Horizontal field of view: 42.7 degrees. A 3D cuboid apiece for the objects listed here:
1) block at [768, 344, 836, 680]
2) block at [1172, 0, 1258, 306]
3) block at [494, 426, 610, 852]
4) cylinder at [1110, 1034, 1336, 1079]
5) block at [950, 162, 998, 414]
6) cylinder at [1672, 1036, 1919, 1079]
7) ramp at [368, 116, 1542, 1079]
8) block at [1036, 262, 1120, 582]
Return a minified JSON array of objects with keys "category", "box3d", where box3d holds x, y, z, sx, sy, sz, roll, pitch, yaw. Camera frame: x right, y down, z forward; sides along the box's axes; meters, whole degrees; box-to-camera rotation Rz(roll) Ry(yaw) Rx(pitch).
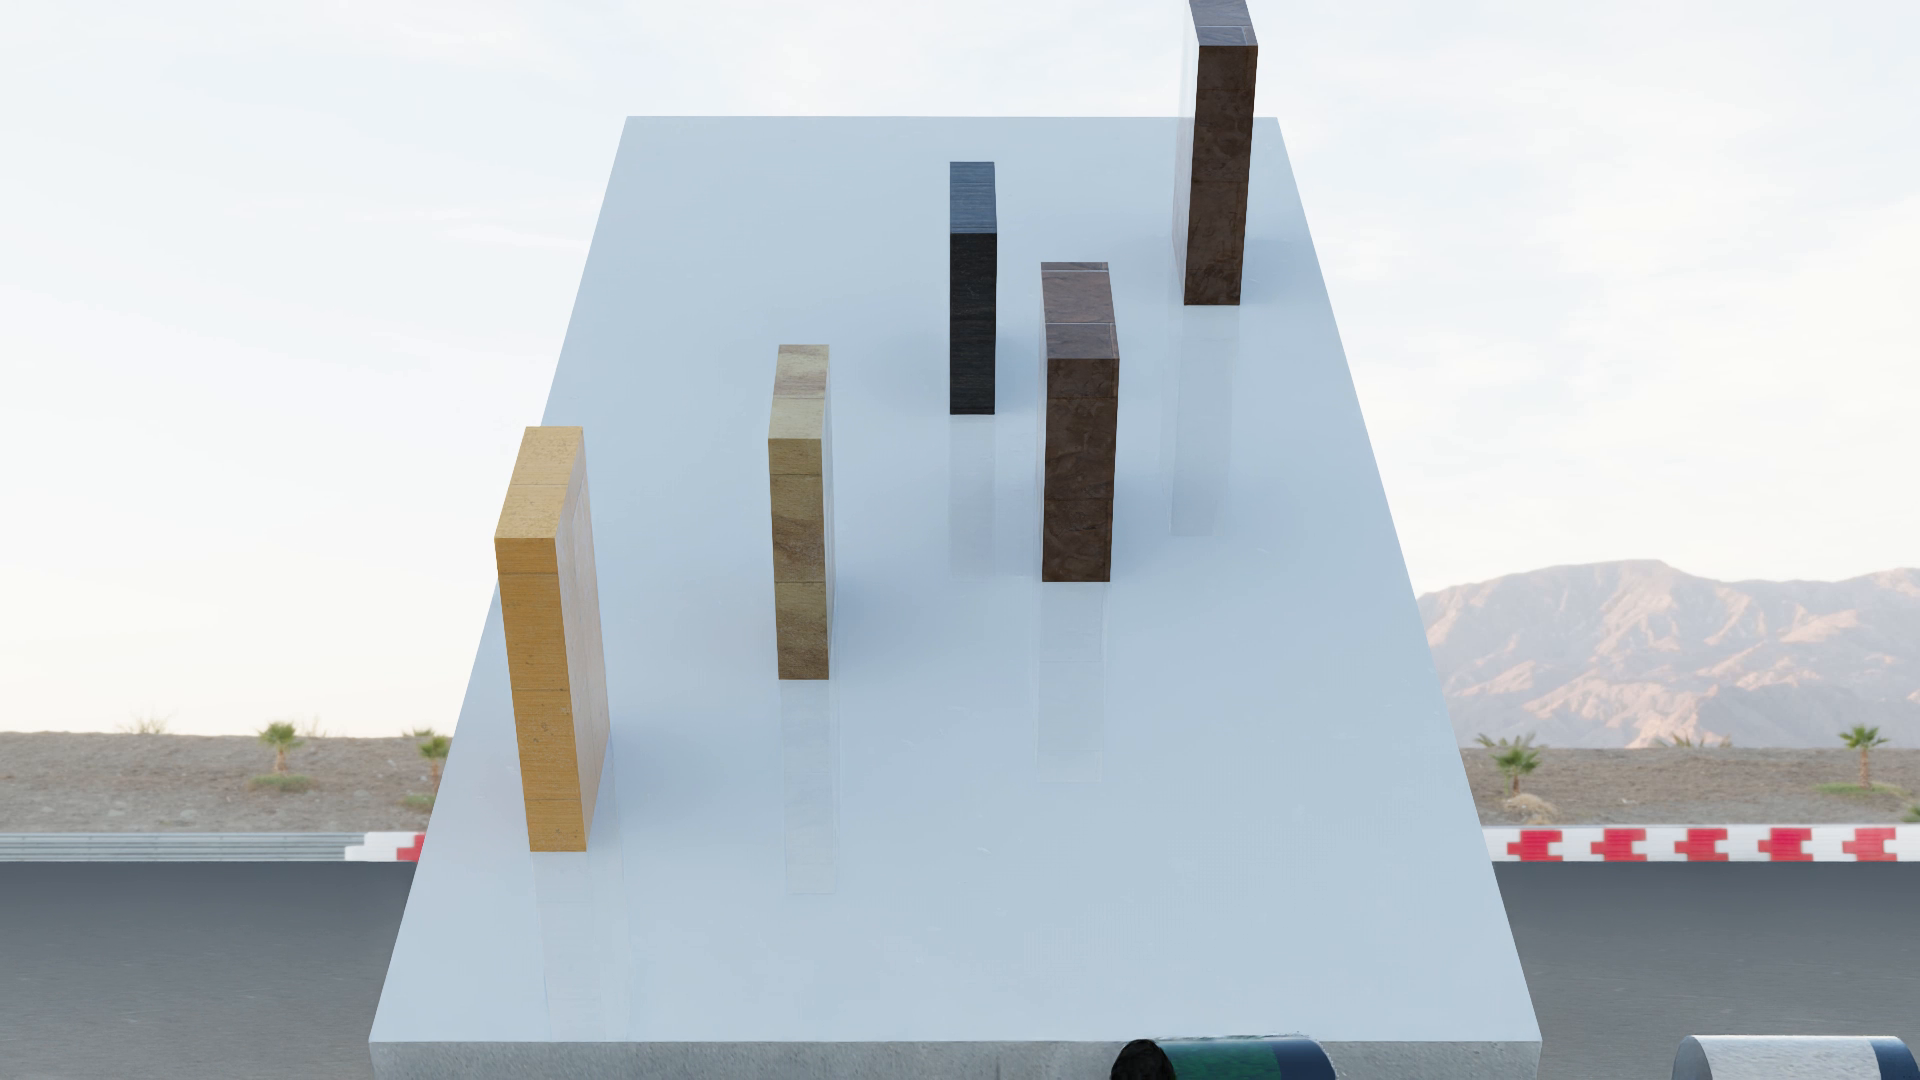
[{"category":"block","box3d":[-0.322,-0.058,5.068,0.103,0.575,0.386,0,33,0]},{"category":"block","box3d":[0.665,-1.038,6.470,0.148,0.722,0.423,0,33,0]},{"category":"block","box3d":[-0.752,0.186,4.571,0.105,0.697,0.385,0,33,0]},{"category":"cylinder","box3d":[0.288,0.642,2.690,0.193,0.193,0.193,3,-8,-23]},{"category":"block","box3d":[0.030,-0.621,6.032,0.110,0.487,0.409,0,33,0]},{"category":"cylinder","box3d":[0.860,0.614,2.523,0.207,0.207,0.207,0,-7,2]},{"category":"ramp","box3d":[-0.015,-0.183,5.891,2.000,0.100,4.000,0,33,0]},{"category":"block","box3d":[0.254,-0.263,5.412,0.149,0.554,0.449,0,33,0]}]
